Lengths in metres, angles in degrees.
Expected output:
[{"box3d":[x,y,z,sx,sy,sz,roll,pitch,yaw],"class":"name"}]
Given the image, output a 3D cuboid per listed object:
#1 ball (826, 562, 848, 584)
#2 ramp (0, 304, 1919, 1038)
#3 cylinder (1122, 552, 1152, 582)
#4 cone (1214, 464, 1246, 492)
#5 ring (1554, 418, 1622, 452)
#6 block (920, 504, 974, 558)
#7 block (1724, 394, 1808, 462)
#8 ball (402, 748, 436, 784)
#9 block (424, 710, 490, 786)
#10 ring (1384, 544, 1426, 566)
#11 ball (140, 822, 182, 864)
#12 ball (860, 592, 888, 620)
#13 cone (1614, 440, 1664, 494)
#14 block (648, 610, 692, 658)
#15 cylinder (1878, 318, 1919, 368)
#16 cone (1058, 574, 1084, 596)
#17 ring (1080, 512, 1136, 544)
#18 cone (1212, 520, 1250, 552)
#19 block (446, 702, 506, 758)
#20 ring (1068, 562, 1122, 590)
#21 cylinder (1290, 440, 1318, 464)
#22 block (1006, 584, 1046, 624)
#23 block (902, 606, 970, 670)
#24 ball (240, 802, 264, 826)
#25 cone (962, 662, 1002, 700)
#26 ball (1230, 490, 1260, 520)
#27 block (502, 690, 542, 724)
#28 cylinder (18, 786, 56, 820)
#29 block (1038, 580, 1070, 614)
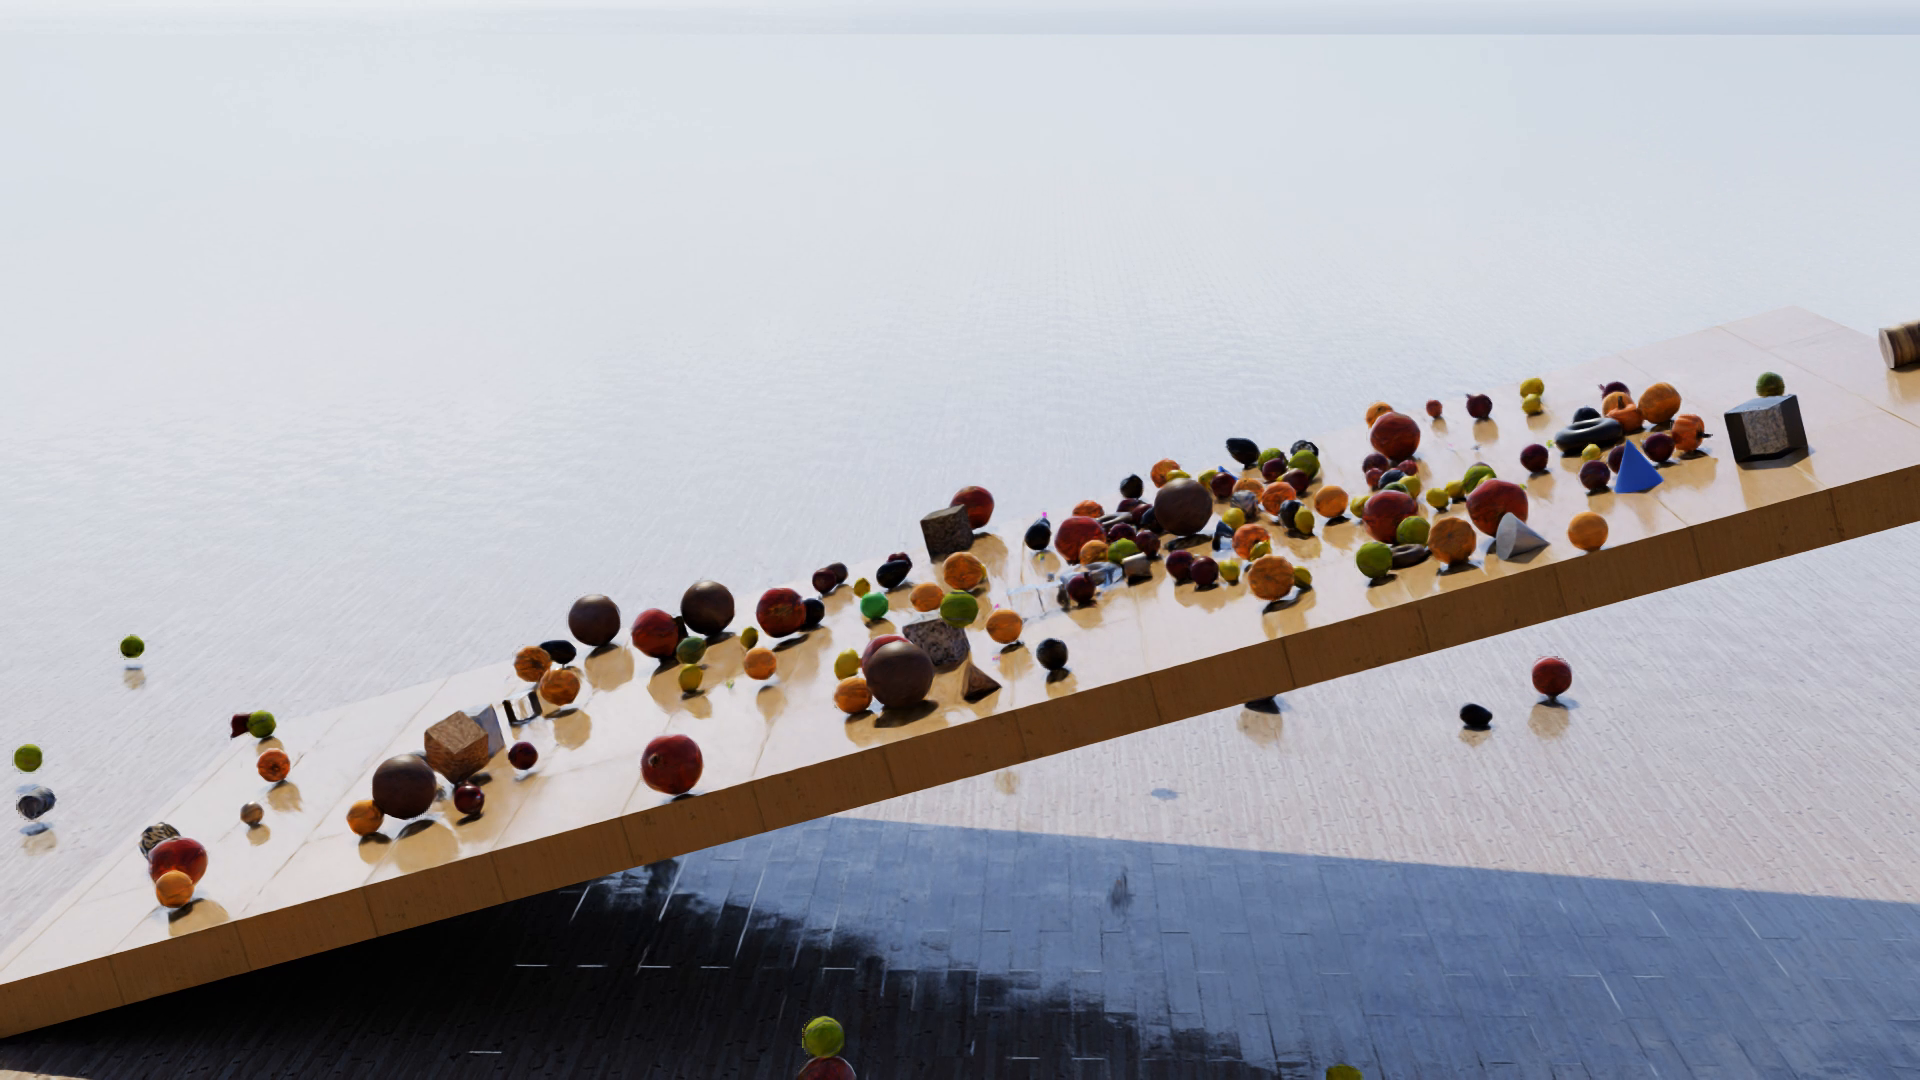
[{"box3d":[-0.297,0.079,7.108,0.055,0.055,0.055,0,10,0],"class":"ball"},{"box3d":[0.087,0.188,6.323,4.000,0.100,2.000,-15,10,5],"class":"ramp"},{"box3d":[0.369,0.057,6.152,0.051,0.051,0.051,-16,11,-2],"class":"cylinder"},{"box3d":[0.634,-0.132,6.845,0.071,0.071,0.071,18,12,3],"class":"cone"},{"box3d":[1.318,-0.220,6.169,0.141,0.047,0.141,-15,10,3],"class":"ring"},{"box3d":[-0.031,-0.022,7.133,0.093,0.093,0.093,-13,10,17],"class":"block"},{"box3d":[1.536,-0.212,5.607,0.099,0.099,0.099,-24,12,-38],"class":"block"},{"box3d":[-1.139,0.476,6.197,0.072,0.072,0.072,0,10,0],"class":"ball"},{"box3d":[-1.042,0.430,6.095,0.092,0.092,0.092,34,47,28],"class":"block"},{"box3d":[0.846,0.029,5.594,0.080,0.027,0.080,-15,11,3],"class":"ring"},{"box3d":[-1.666,0.633,6.131,0.087,0.087,0.087,0,10,0],"class":"ball"},{"box3d":[-0.190,0.146,6.533,0.063,0.063,0.063,0,10,0],"class":"ball"},{"box3d":[1.296,-0.151,5.662,0.096,0.096,0.096,-16,10,3],"class":"cone"},{"box3d":[-0.678,0.220,6.867,0.081,0.081,0.081,-17,10,-6],"class":"block"},{"box3d":[1.951,-0.407,6.064,0.087,0.087,0.087,-16,10,2],"class":"cylinder"},{"box3d":[0.235,0.104,6.178,0.059,0.059,0.059,10,10,-2],"class":"cone"},{"box3d":[0.337,-0.027,6.706,0.134,0.045,0.134,-17,9,3],"class":"ring"},{"box3d":[0.575,0.000,6.187,0.074,0.074,0.074,13,13,11],"class":"cone"},{"box3d":[-1.046,0.418,6.304,0.096,0.096,0.096,-14,10,10],"class":"block"},{"box3d":[0.286,0.076,6.213,0.119,0.040,0.119,-12,11,2],"class":"ring"},{"box3d":[0.810,-0.207,6.916,0.052,0.052,0.052,-2,7,-9],"class":"cylinder"},{"box3d":[0.136,0.131,6.086,0.061,0.061,0.061,-17,10,-3],"class":"block"},{"box3d":[-0.048,0.196,5.924,0.093,0.093,0.093,-12,10,21],"class":"block"},{"box3d":[-1.510,0.582,6.270,0.051,0.051,0.051,0,10,0],"class":"ball"},{"box3d":[0.046,0.269,5.532,0.072,0.072,0.072,10,9,-9],"class":"cone"},{"box3d":[0.624,-0.078,6.455,0.065,0.065,0.065,0,10,0],"class":"ball"},{"box3d":[-0.977,0.373,6.565,0.056,0.056,0.056,-11,11,26],"class":"block"},{"box3d":[-2.192,0.624,6.988,0.061,0.061,0.061,3,15,15],"class":"cylinder"},{"box3d":[0.192,0.118,6.087,0.053,0.053,0.053,-17,10,-3],"class":"block"}]
